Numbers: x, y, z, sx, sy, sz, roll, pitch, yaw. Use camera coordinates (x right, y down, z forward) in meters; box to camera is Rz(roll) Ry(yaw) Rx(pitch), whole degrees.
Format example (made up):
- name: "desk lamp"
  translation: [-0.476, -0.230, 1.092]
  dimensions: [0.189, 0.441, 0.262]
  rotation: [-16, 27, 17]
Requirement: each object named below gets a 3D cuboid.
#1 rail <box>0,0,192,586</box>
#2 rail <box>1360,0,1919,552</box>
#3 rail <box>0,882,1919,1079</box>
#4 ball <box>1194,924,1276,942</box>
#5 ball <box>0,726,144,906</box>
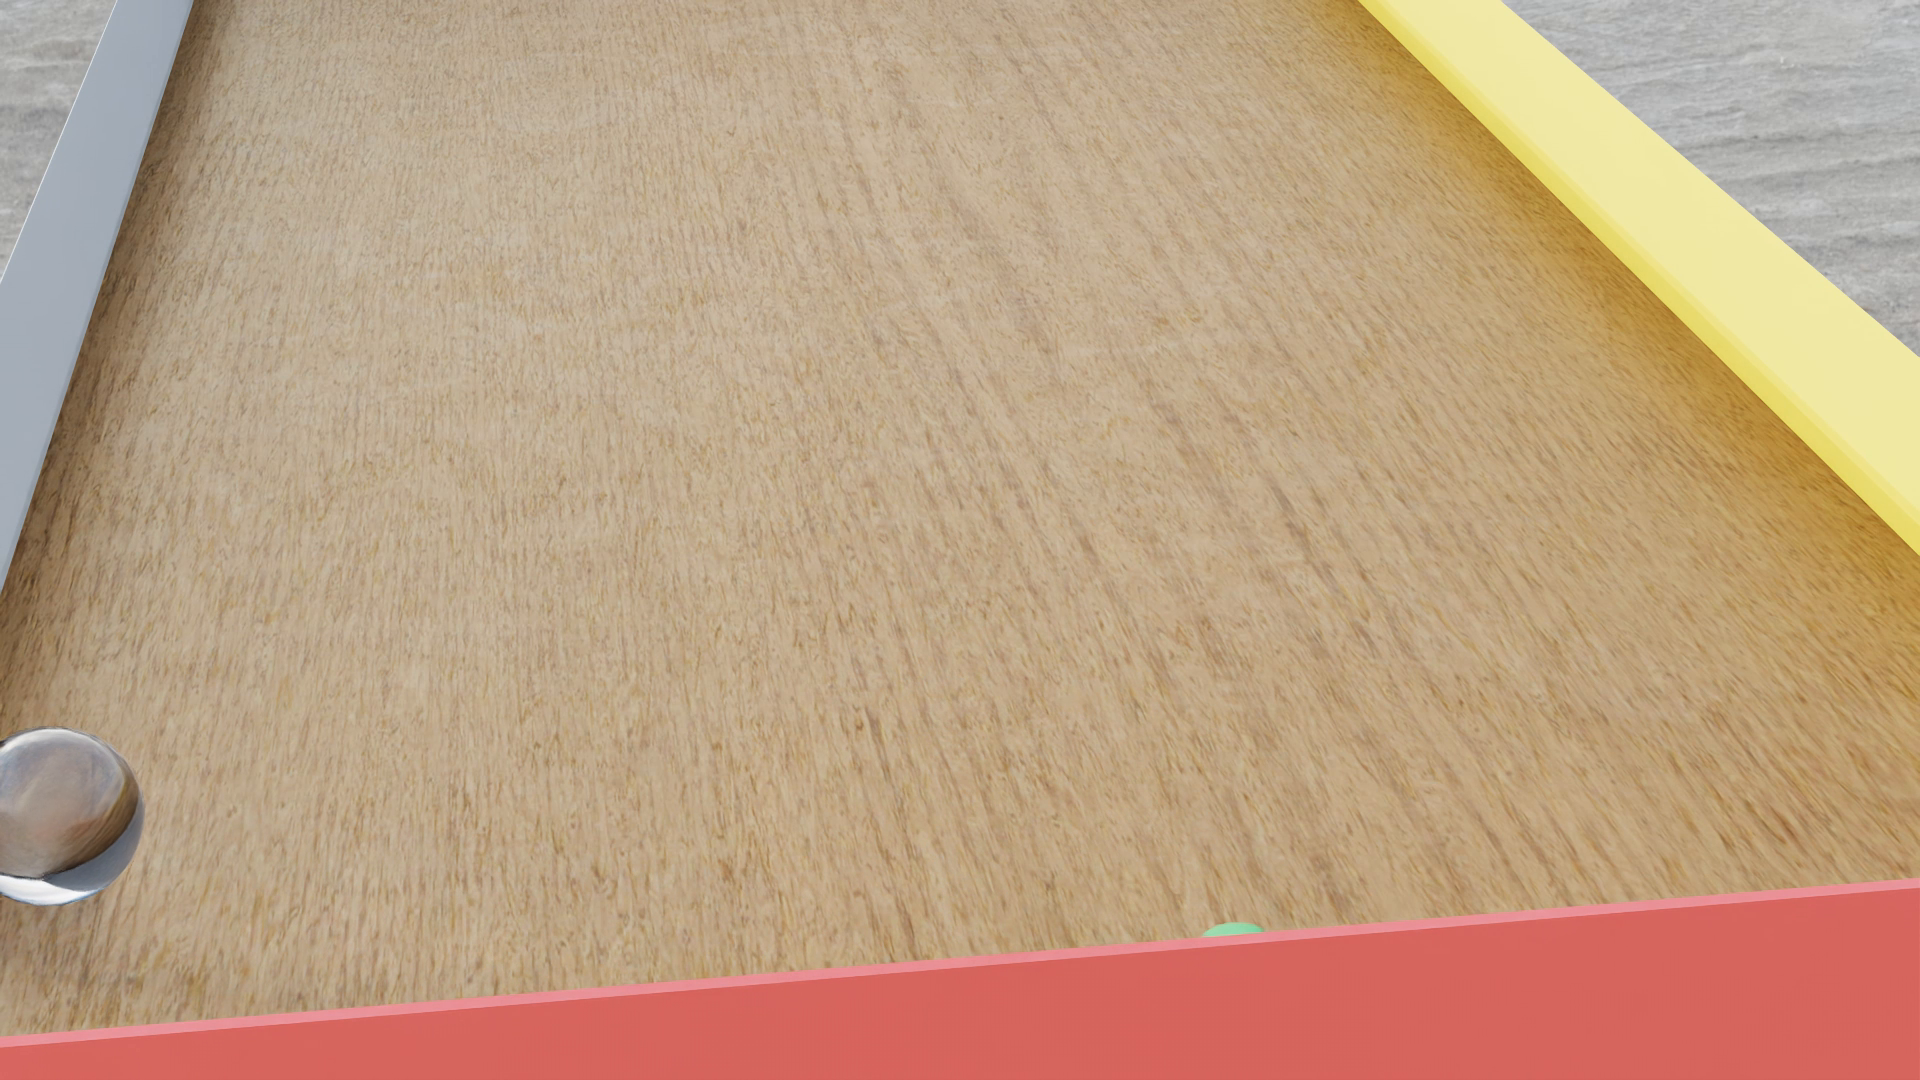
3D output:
- name: "rail"
  translation: [-0.726, -0.274, 2.470]
  dimensions: [0.045, 0.128, 2.617]
  rotation: [-4, 26, -8]
- name: "rail"
  translation: [0.534, -0.355, 2.638]
  dimensions: [0.045, 0.128, 2.617]
  rotation: [-4, 26, -8]
- name: "rail"
  translation: [0.092, 0.235, 1.408]
  dimensions: [1.322, 0.128, 0.045]
  rotation: [-4, 26, -8]
- name: "ball"
  translation: [0.142, 0.229, 1.495]
  dimensions: [0.067, 0.067, 0.067]
  rotation: [0, 26, 0]
- name: "ball"
  translation: [-0.500, 0.152, 1.618]
  dimensions: [0.099, 0.099, 0.099]
  rotation: [0, 26, 0]
